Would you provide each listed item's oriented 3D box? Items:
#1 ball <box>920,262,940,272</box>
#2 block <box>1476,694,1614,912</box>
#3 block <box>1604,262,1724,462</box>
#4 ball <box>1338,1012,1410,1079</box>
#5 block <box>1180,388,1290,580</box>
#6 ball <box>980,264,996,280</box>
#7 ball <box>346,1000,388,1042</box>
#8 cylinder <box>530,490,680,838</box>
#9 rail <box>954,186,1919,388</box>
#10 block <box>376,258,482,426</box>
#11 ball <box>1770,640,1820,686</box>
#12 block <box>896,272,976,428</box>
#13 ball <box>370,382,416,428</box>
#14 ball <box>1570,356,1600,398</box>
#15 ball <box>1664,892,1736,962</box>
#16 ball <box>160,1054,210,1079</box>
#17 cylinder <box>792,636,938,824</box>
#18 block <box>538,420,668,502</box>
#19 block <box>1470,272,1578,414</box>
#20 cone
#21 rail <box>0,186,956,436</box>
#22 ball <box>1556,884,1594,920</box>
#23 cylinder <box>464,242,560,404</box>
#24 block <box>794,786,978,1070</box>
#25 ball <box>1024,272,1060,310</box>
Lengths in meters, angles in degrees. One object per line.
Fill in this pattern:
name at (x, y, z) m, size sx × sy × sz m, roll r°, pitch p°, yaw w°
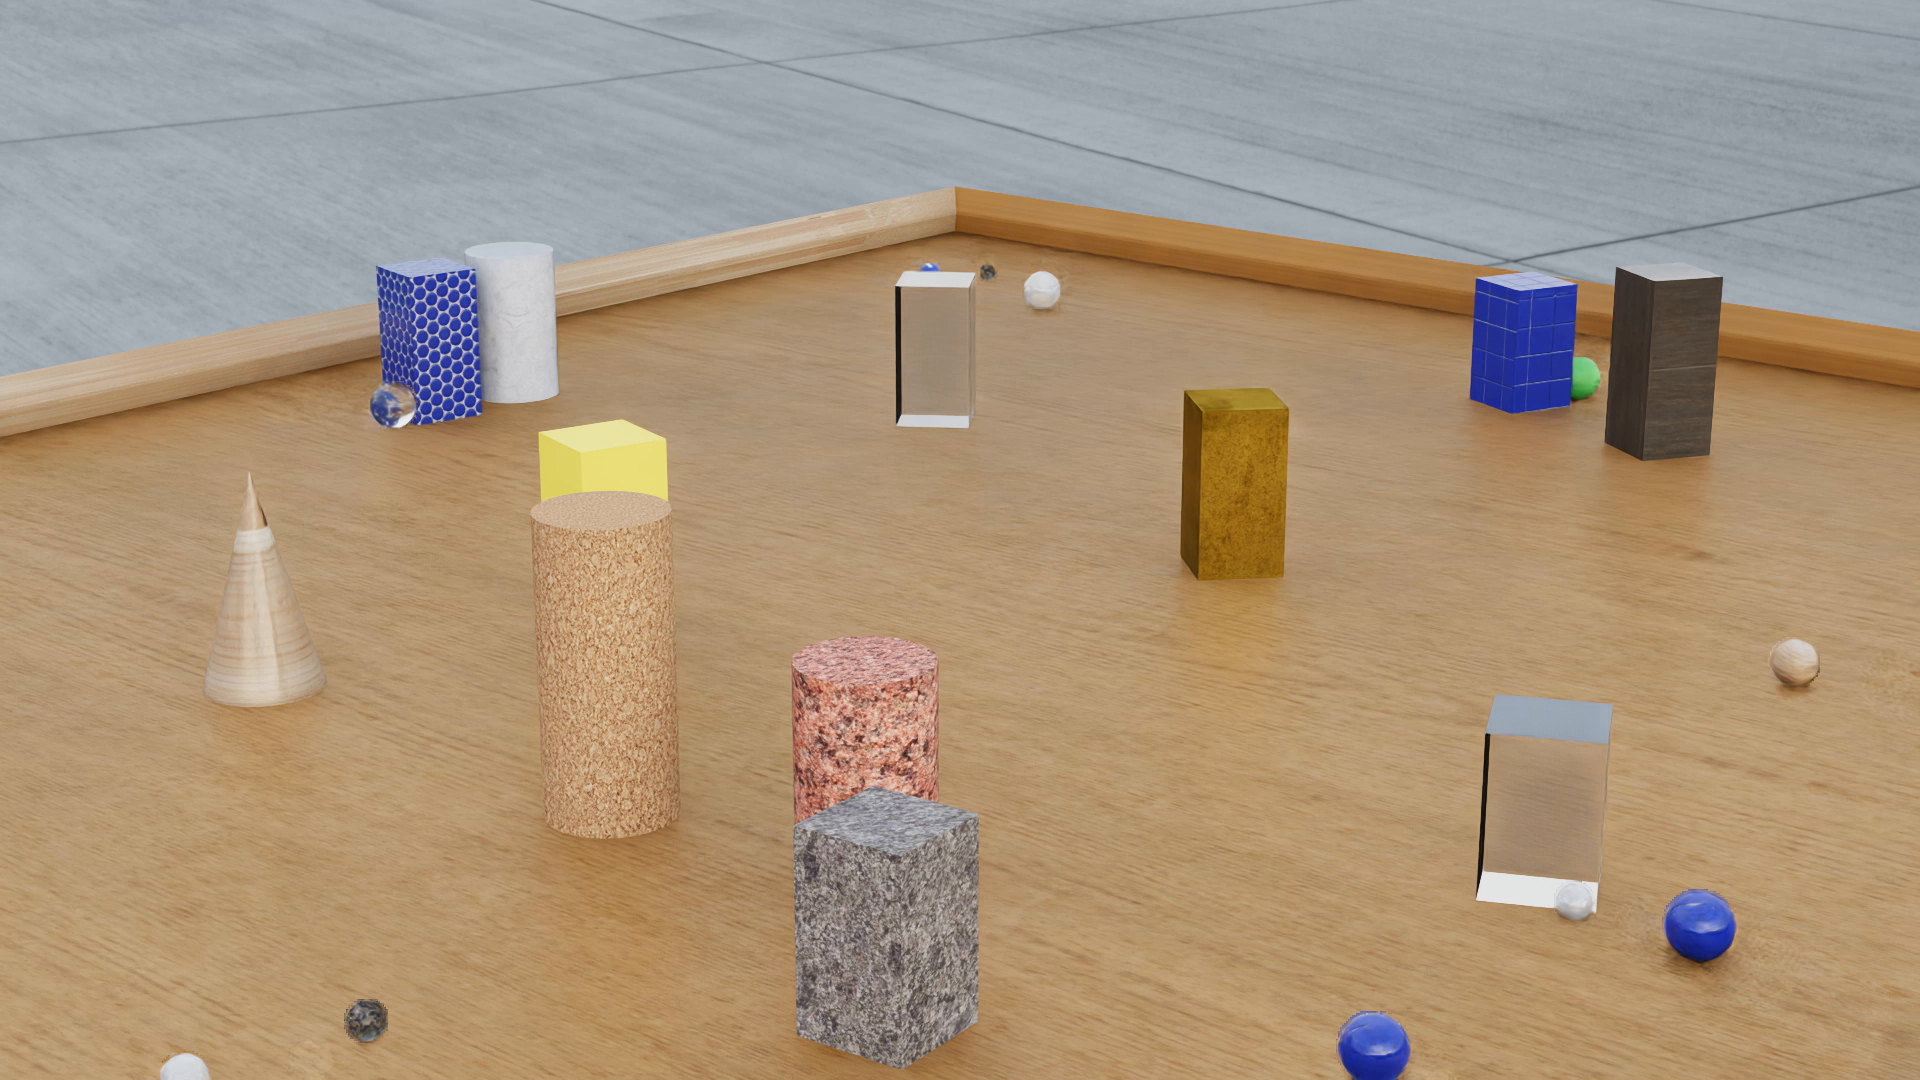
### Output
ball at (-0.077, -0.698, 7.666) m, size 0.054 × 0.054 × 0.054 m, roll 0°, pitch 17°, yaw 0°
block at (0.776, 0.347, 3.889) m, size 0.155 × 0.235 × 0.155 m, roll 4°, pitch 17°, yaw 14°
block at (1.443, -0.368, 6.019) m, size 0.155 × 0.373 × 0.155 m, roll -5°, pitch 18°, yaw -17°
ball at (0.476, 0.584, 3.368) m, size 0.082 × 0.082 × 0.082 m, roll 0°, pitch 17°, yaw 0°
block at (0.490, -0.101, 5.246) m, size 0.155 × 0.310 × 0.155 m, roll -2°, pitch 17°, yaw -7°
ball at (0.073, -0.703, 7.705) m, size 0.042 × 0.042 × 0.042 m, roll 0°, pitch 17°, yaw 0°
ball at (-0.703, 0.570, 3.475) m, size 0.048 × 0.048 × 0.048 m, roll 0°, pitch 17°, yaw 0°
cylinder at (-0.494, 0.173, 4.101) m, size 0.194 × 0.447 × 0.194 m, roll 0°, pitch 17°, yaw 0°
rail at (1.652, -0.518, 6.942) m, size 4.456 × 0.126 × 0.045 m, roll 14°, pitch 22°, yaw 39°
block at (-1.143, -0.430, 6.315) m, size 0.155 × 0.321 × 0.155 m, roll -12°, pitch 21°, yaw -35°
ball at (1.330, 0.195, 4.671) m, size 0.074 × 0.074 × 0.074 m, roll 0°, pitch 17°, yaw 0°
block at (-0.051, -0.408, 6.274) m, size 0.155 × 0.304 × 0.155 m, roll 2°, pitch 17°, yaw 5°
ball at (-1.204, -0.286, 6.224) m, size 0.097 × 0.097 × 0.097 m, roll 0°, pitch 17°, yaw 0°
ball at (1.367, -0.358, 6.474) m, size 0.093 × 0.093 × 0.093 m, roll 0°, pitch 17°, yaw 0°
ball at (0.931, 0.486, 3.686) m, size 0.087 × 0.087 × 0.087 m, roll 0°, pitch 17°, yaw 0°
ball at (-0.880, 0.611, 3.327) m, size 0.055 × 0.055 × 0.055 m, roll 0°, pitch 17°, yaw 0°
cylinder at (-0.126, 0.303, 3.918) m, size 0.194 × 0.303 × 0.194 m, roll 0°, pitch 17°, yaw 0°
block at (-0.590, -0.008, 4.880) m, size 0.155 × 0.342 × 0.155 m, roll -11°, pitch 20°, yaw -32°
block at (1.231, -0.433, 6.410) m, size 0.155 × 0.272 × 0.155 m, roll -8°, pitch 19°, yaw -26°
cone at (-1.108, 0.063, 4.623) m, size 0.194 × 0.355 × 0.194 m, roll 0°, pitch 17°, yaw 0°
rail at (-1.665, -0.386, 6.504) m, size 0.045 × 0.126 × 5.087 m, roll 14°, pitch 22°, yaw 39°
ball at (0.798, 0.470, 3.806) m, size 0.048 × 0.048 × 0.048 m, roll 0°, pitch 17°, yaw 0°
cylinder at (-0.991, -0.483, 6.489) m, size 0.194 × 0.322 × 0.194 m, roll 0°, pitch 17°, yaw 0°
block at (-0.086, 0.456, 3.470) m, size 0.155 × 0.269 × 0.155 m, roll 11°, pitch 20°, yaw 33°
ball at (0.206, -0.627, 7.361) m, size 0.094 × 0.094 × 0.094 m, roll 0°, pitch 17°, yaw 0°
